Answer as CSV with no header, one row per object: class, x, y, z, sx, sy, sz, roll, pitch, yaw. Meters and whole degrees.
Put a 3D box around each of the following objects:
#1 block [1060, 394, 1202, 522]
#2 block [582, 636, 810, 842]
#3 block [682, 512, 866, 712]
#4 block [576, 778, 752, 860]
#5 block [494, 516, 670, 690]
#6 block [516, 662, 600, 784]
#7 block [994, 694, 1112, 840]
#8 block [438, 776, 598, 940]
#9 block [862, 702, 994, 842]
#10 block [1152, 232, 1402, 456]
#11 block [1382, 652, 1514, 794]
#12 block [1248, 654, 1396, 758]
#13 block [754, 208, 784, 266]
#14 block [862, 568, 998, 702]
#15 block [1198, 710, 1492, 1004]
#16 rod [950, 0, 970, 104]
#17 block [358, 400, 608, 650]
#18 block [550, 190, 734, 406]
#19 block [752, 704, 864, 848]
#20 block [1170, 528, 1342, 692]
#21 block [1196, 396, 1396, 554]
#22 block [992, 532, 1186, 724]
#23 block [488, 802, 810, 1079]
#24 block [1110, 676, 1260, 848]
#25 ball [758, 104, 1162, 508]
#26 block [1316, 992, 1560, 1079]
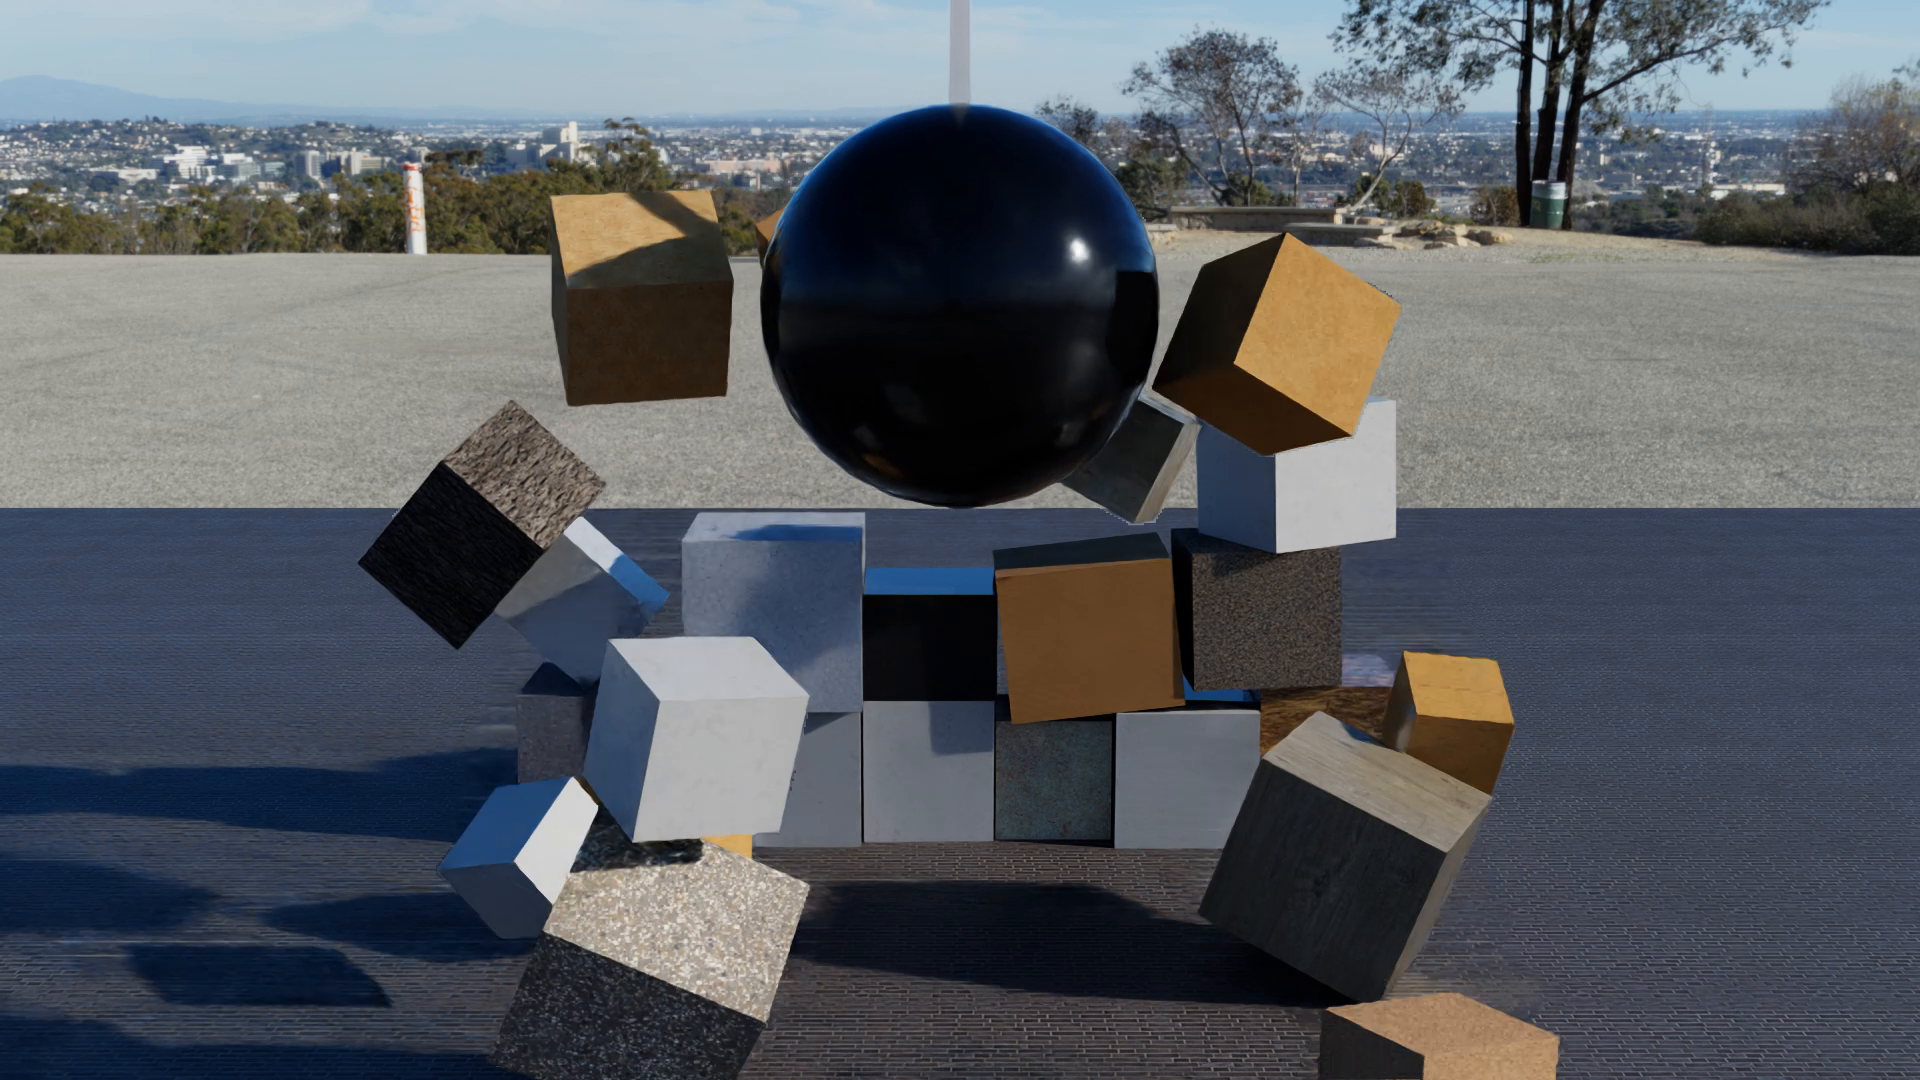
block,0.765,-0.439,10.445,0.519,0.517,0.451,29,10,14
block,-0.930,0.686,7.688,0.561,0.538,0.472,1,23,-33
block,-0.926,0.353,11.172,0.872,0.858,0.836,0,10,-1
block,-1.333,1.337,9.702,0.572,0.531,0.599,-19,-29,38
block,-1.920,0.317,11.220,0.617,0.532,0.506,42,8,-6
block,-1.794,1.096,11.367,0.831,0.776,0.737,0,10,0
block,0.474,1.169,11.407,0.585,0.619,0.554,0,10,0
block,-1.733,1.302,8.990,0.484,0.426,0.460,-12,34,38
block,-0.164,1.113,11.391,0.655,0.735,0.627,0,10,-1
block,1.241,-0.758,8.672,0.575,0.577,0.633,29,-16,-19
block,2.145,0.821,9.712,0.424,0.449,0.433,6,36,-3
block,1.856,1.072,11.378,0.707,0.820,0.687,0,10,0
block,-0.751,-1.458,11.340,0.395,0.457,0.390,-33,-22,-15
block,-0.152,0.477,11.308,0.672,0.545,0.692,0,10,0
block,1.634,1.335,9.316,0.829,0.773,0.764,27,22,20
rod,0.000,-4.262,9.436,0.080,5.200,0.080,0,-11,0
block,-2.399,-0.084,11.103,0.650,0.818,0.785,42,29,-6
block,-1.370,-1.038,9.397,0.679,0.631,0.631,-5,46,-14
block,-0.937,1.118,11.391,0.874,0.725,0.805,0,10,0
block,1.501,0.332,11.215,0.738,0.694,0.725,-2,10,-2
block,1.694,-0.365,11.129,0.714,0.693,0.716,-7,11,-25
block,0.647,0.438,11.255,0.868,0.747,0.762,-6,10,1
block,-1.097,1.533,7.829,0.808,0.707,0.692,24,34,-5
block,1.135,1.136,11.378,0.716,0.695,0.799,0,10,0
ball,0.000,-0.927,8.775,1.600,1.600,1.600,0,10,0
block,1.625,1.895,7.544,0.607,0.495,0.511,1,7,-31
